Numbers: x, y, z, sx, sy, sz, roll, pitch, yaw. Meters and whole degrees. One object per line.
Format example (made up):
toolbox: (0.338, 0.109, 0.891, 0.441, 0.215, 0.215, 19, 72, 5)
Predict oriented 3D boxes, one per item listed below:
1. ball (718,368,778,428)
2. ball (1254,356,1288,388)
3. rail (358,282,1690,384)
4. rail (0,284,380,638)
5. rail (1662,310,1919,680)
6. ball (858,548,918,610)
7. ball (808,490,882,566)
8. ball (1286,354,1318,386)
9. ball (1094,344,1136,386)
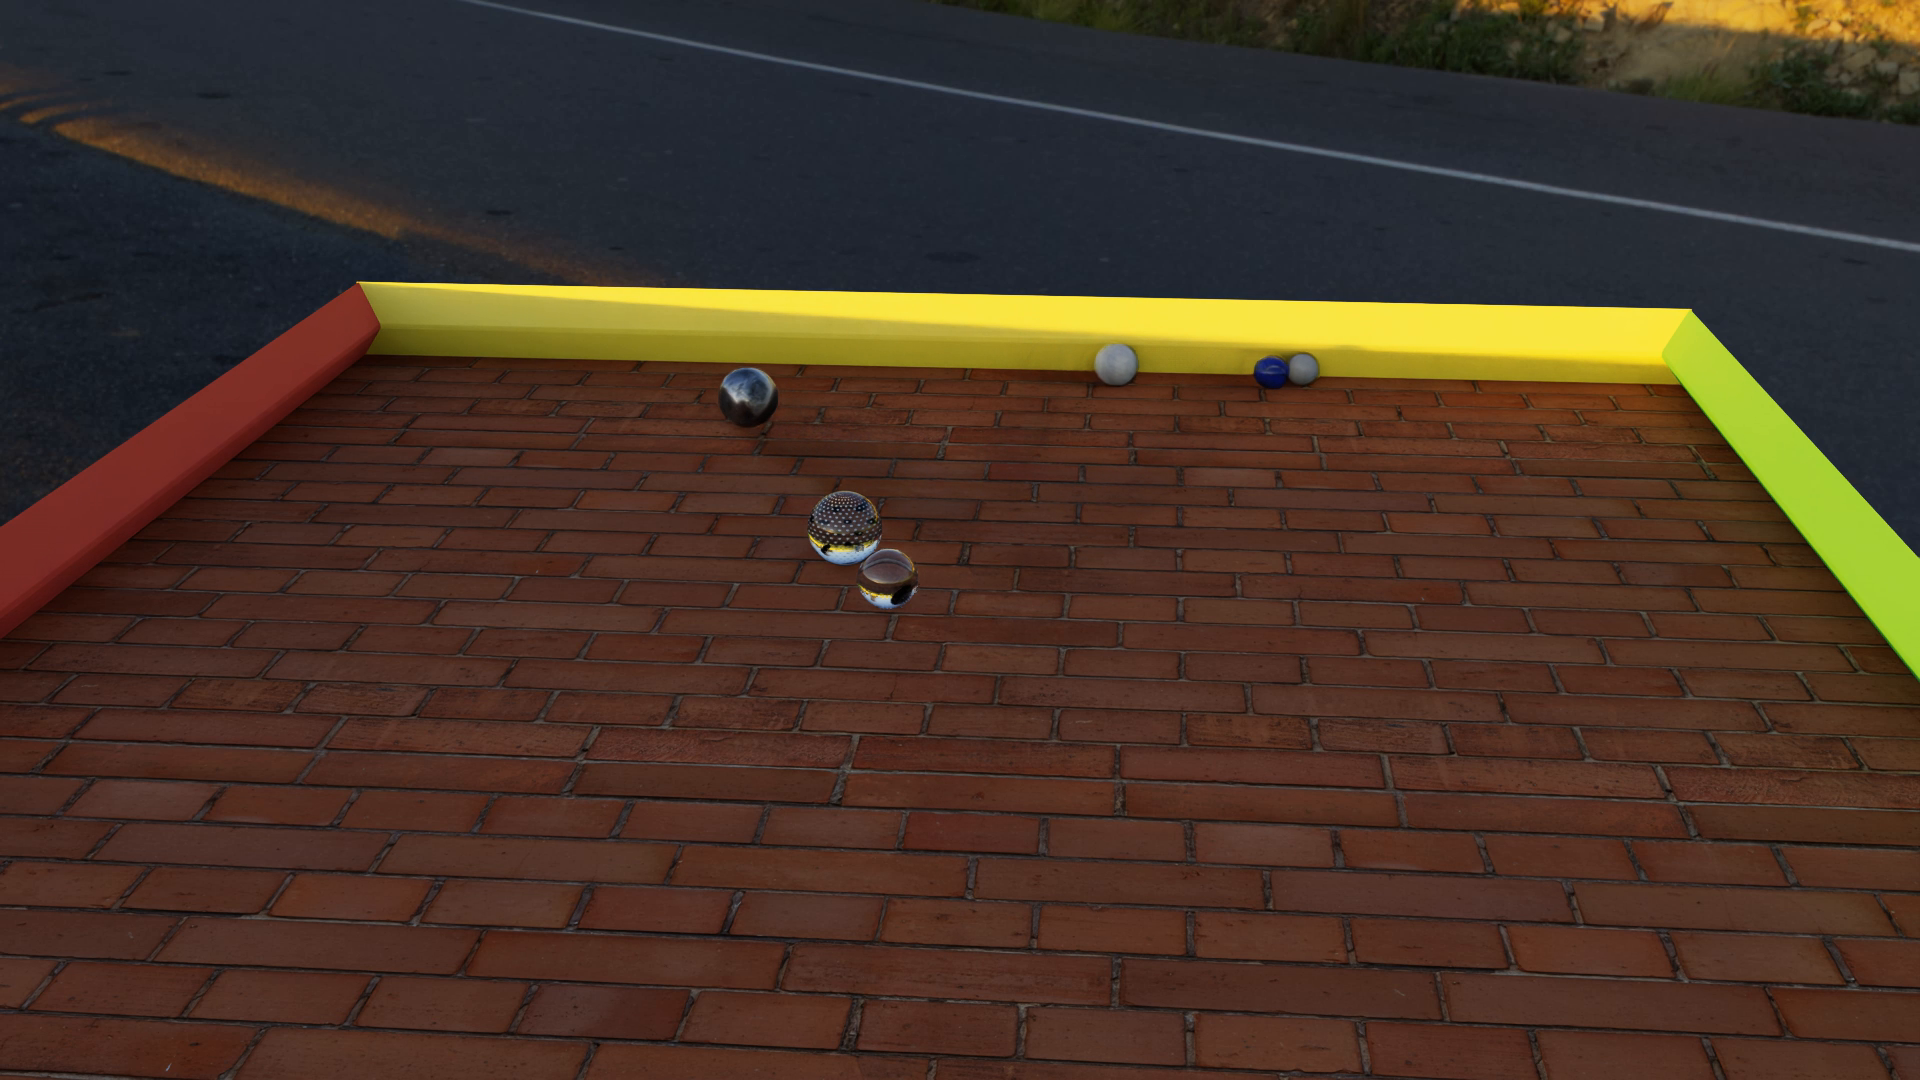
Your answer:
ball: (-0.292, -0.196, 3.027, 0.083, 0.083, 0.083, 0, 20, 0)
ball: (0.453, -0.246, 3.212, 0.048, 0.048, 0.048, 0, 20, 0)
rail: (0.070, -0.304, 3.277, 1.992, 0.112, 0.045, 2, 20, 5)
rail: (-1.041, 0.239, 1.797, 0.045, 0.112, 3.378, 2, 20, 5)
rail: (0.897, 0.296, 1.641, 0.045, 0.112, 3.378, 2, 20, 5)
ball: (-0.079, 0.042, 2.403, 0.066, 0.066, 0.066, 0, 20, 0)
ball: (-0.132, -0.014, 2.526, 0.086, 0.086, 0.086, 0, 20, 0)
ball: (0.502, -0.250, 3.227, 0.047, 0.047, 0.047, 0, 20, 0)
ball: (0.228, -0.257, 3.224, 0.062, 0.062, 0.062, 0, 20, 0)
